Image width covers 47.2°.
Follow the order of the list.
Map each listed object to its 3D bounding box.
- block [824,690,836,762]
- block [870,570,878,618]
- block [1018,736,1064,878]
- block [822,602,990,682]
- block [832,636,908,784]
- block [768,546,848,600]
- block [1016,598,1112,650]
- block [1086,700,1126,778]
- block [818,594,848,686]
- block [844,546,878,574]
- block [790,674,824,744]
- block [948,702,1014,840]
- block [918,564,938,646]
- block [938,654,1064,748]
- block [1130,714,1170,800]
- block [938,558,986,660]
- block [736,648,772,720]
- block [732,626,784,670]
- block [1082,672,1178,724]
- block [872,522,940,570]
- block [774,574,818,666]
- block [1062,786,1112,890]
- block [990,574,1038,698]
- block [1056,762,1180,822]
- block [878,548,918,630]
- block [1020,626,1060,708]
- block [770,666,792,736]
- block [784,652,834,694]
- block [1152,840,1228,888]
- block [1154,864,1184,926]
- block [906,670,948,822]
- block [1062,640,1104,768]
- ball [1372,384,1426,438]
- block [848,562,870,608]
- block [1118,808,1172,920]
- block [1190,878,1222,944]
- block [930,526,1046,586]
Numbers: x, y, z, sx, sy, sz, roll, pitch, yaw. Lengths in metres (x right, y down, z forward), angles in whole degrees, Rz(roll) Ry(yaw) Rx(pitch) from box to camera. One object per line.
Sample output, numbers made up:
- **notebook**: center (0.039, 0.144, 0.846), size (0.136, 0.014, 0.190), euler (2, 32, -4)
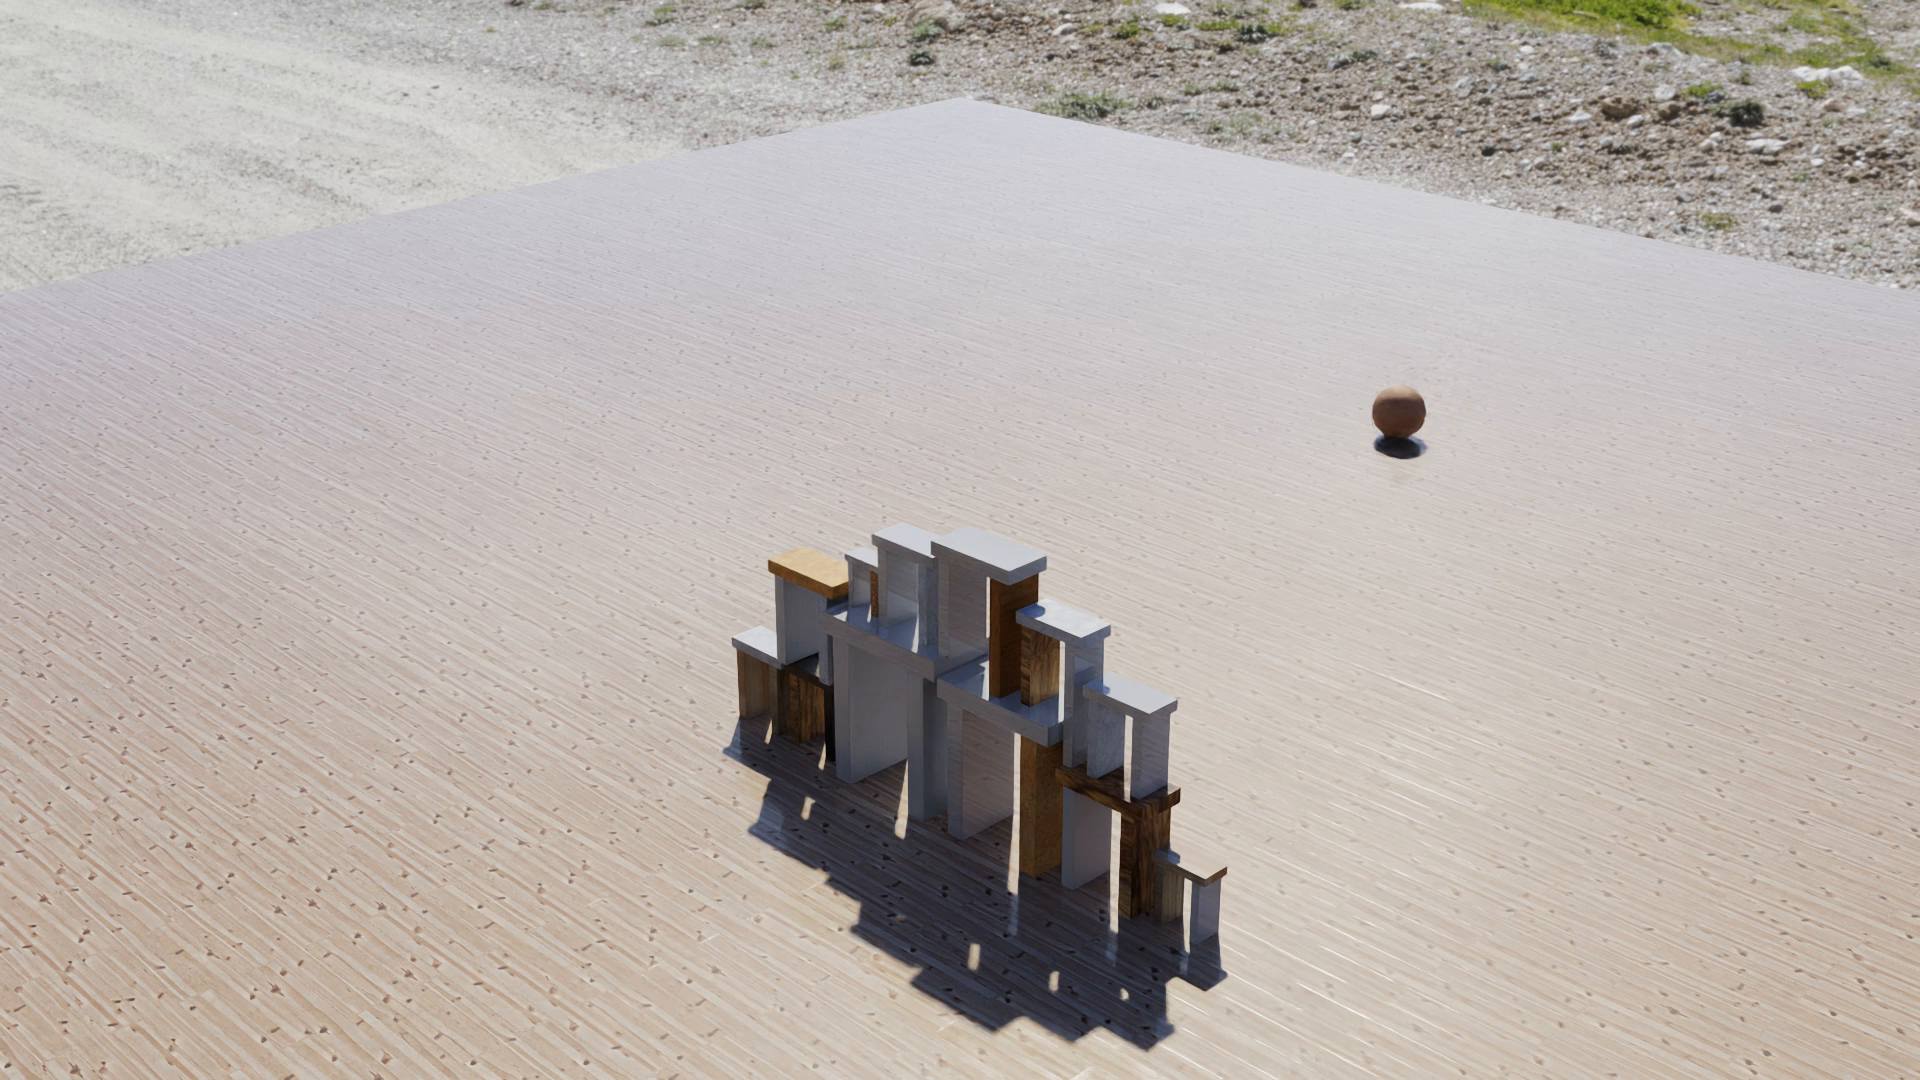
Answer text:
- **block**: center (-0.248, 0.380, 4.655), size (0.082, 0.164, 0.023), euler (-21, 31, -41)
- **block**: center (-0.157, 0.102, 4.442), size (0.014, 0.100, 0.050), euler (21, 31, 41)
- **block**: center (0.180, 0.488, 4.234), size (0.042, 0.293, 0.147), euler (21, 31, 41)
- **block**: center (-0.108, 0.188, 4.426), size (0.325, 0.046, 0.162), euler (21, 31, 41)
- **block**: center (-0.185, 0.329, 4.569), size (0.046, 0.325, 0.162), euler (21, 31, 41)
- **block**: center (-0.295, 0.067, 4.568), size (0.202, 0.029, 0.101), euler (21, 31, 41)
- **block**: center (0.192, 0.155, 4.087), size (0.165, 0.023, 0.082), euler (21, 31, 41)
- **block**: center (0.273, 0.357, 4.086), size (0.023, 0.159, 0.080), euler (21, 31, 41)
- **block**: center (-0.247, 0.192, 4.569), size (0.029, 0.203, 0.101), euler (21, 31, 40)
- **block**: center (-0.181, 0.041, 4.441), size (0.050, 0.014, 0.100), euler (-21, 31, -41)
- **block**: center (-0.325, 0.350, 4.726), size (0.023, 0.164, 0.082), euler (21, 31, 41)
- **block**: center (0.042, 0.434, 4.362), size (0.042, 0.293, 0.147), euler (21, 31, 41)
- **block**: center (-0.043, 0.116, 4.320), size (0.085, 0.171, 0.024), euler (-21, 31, -41)
- **block**: center (0.111, 0.307, 4.233), size (0.293, 0.042, 0.147), euler (21, 31, 41)
- **block**: center (0.348, 0.386, 4.017), size (0.023, 0.159, 0.080), euler (21, 31, 41)
- **block**: center (0.005, 0.118, 4.268), size (0.029, 0.207, 0.104), euler (22, 31, 40)
- **block**: center (-0.449, 0.304, 4.833), size (0.023, 0.165, 0.082), euler (21, 31, 41)
- **block**: center (-0.410, 0.233, 4.761), size (0.165, 0.023, 0.082), euler (21, 31, 41)
- **block**: center (0.310, 0.288, 4.016), size (0.159, 0.023, 0.080), euler (21, 31, 40)
- **block**: center (-0.084, 0.010, 4.319), size (0.171, 0.024, 0.086), euler (21, 31, 40)
- **block**: center (-0.342, 0.155, 4.657), size (0.029, 0.202, 0.101), euler (21, 31, 40)
- **block**: center (0.242, 0.550, 4.190), size (0.030, 0.215, 0.108), euler (21, 31, 41)
- **block**: center (0.102, 0.173, 4.185), size (0.029, 0.243, 0.103), euler (21, 31, 41)
- **block**: center (0.293, 0.456, 4.095), size (0.215, 0.030, 0.108), euler (21, 31, 41)
- **block**: center (-0.124, 0.084, 4.394), size (0.024, 0.171, 0.085), euler (21, 31, 41)
- **block**: center (0.153, 0.226, 4.160), size (0.023, 0.165, 0.082), euler (21, 31, 41)
- **block**: center (-0.371, 0.334, 4.762), size (0.023, 0.165, 0.082), euler (21, 31, 41)
- **block**: center (-0.287, 0.279, 4.654), size (0.164, 0.023, 0.082), euler (21, 31, 41)
- **block**: center (0.419, 0.592, 4.019), size (0.127, 0.018, 0.063), euler (21, 31, 41)
- **block**: center (0.389, 0.647, 4.074), size (0.018, 0.127, 0.063), euler (21, 31, 41)
- **block**: center (-0.032, 0.389, 4.428), size (0.046, 0.325, 0.162), euler (21, 31, 41)
- **block**: center (0.230, 0.297, 4.106), size (0.023, 0.254, 0.082), euler (21, 31, 41)
- **ball**: center (1.287, -0.376, 6.447), size (0.156, 0.156, 0.156), euler (0, 23, 0)
- **block**: center (-0.204, 0.084, 4.485), size (0.014, 0.100, 0.050), euler (21, 31, 41)
- **block**: center (0.344, 0.589, 4.097), size (0.030, 0.215, 0.108), euler (21, 31, 41)
- **block**: center (0.449, 0.670, 4.019), size (0.018, 0.127, 0.063), euler (21, 31, 41)
- **block**: center (0.054, 0.028, 4.176), size (0.207, 0.029, 0.104), euler (21, 31, 40)
